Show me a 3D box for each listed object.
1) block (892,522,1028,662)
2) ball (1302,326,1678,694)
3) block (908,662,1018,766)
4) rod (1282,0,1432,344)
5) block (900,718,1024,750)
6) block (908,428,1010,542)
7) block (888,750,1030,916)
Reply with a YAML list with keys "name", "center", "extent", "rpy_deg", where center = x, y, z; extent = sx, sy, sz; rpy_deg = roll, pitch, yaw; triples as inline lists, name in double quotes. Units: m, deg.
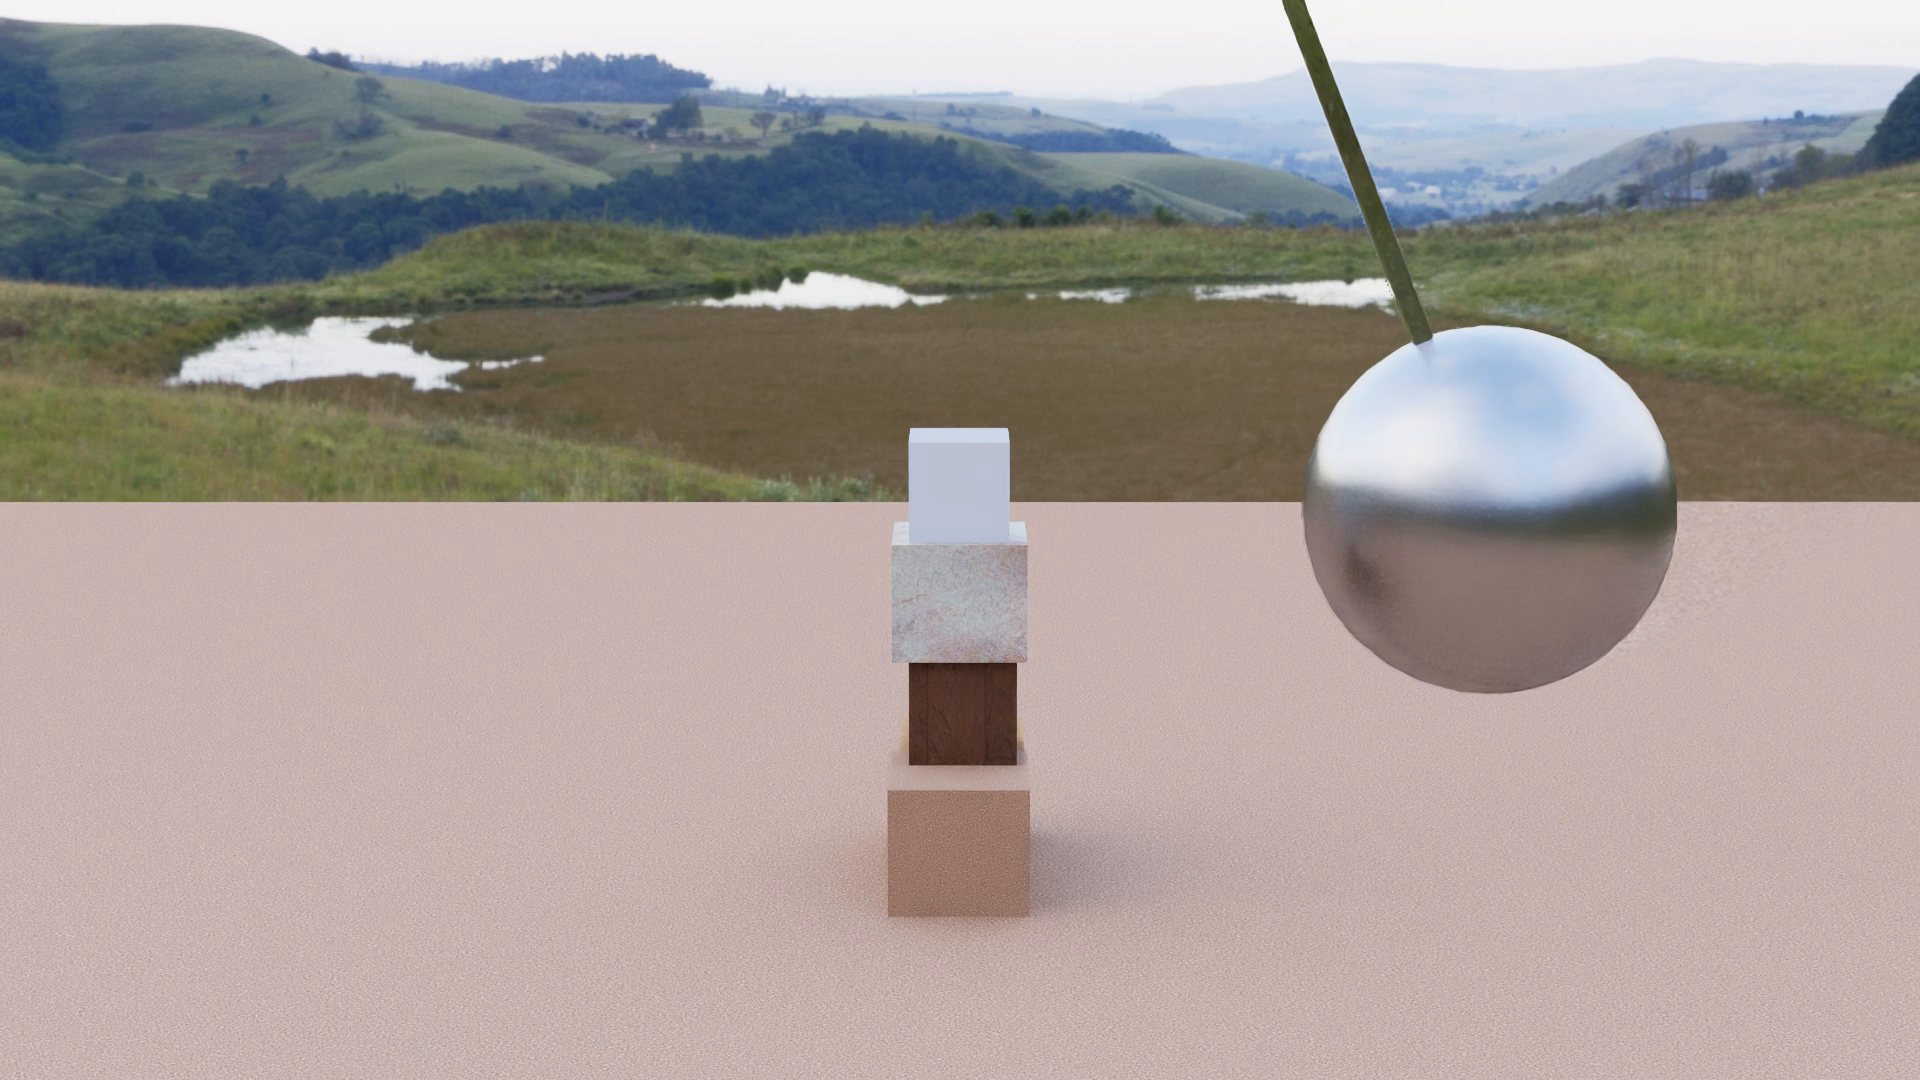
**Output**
- name: "block"
  center: [-0.002, 0.222, 11.221]
  extent: [0.579, 0.512, 0.577]
  rpy_deg: [0, 10, 0]
- name: "ball"
  center: [2.295, -0.131, 11.157]
  extent: [1.600, 1.600, 1.600]
  rpy_deg: [0, 10, 0]
- name: "block"
  center: [0.013, 0.704, 11.308]
  extent: [0.466, 0.467, 0.486]
  rpy_deg: [0, 10, 0]
- name: "rod"
  center: [0.994, -3.221, 10.595]
  extent: [0.080, 5.200, 0.080]
  rpy_deg: [-22, 10, 4]
- name: "block"
  center: [0.010, 1.149, 11.724]
  extent: [0.552, 0.544, 0.607]
  rpy_deg: [0, 10, 0]
- name: "block"
  center: [-0.004, -0.242, 11.136]
  extent: [0.428, 0.430, 0.446]
  rpy_deg: [0, 10, 0]
- name: "block"
  center: [-0.005, 1.260, 11.096]
  extent: [0.597, 0.551, 0.650]
  rpy_deg: [0, 10, 0]
